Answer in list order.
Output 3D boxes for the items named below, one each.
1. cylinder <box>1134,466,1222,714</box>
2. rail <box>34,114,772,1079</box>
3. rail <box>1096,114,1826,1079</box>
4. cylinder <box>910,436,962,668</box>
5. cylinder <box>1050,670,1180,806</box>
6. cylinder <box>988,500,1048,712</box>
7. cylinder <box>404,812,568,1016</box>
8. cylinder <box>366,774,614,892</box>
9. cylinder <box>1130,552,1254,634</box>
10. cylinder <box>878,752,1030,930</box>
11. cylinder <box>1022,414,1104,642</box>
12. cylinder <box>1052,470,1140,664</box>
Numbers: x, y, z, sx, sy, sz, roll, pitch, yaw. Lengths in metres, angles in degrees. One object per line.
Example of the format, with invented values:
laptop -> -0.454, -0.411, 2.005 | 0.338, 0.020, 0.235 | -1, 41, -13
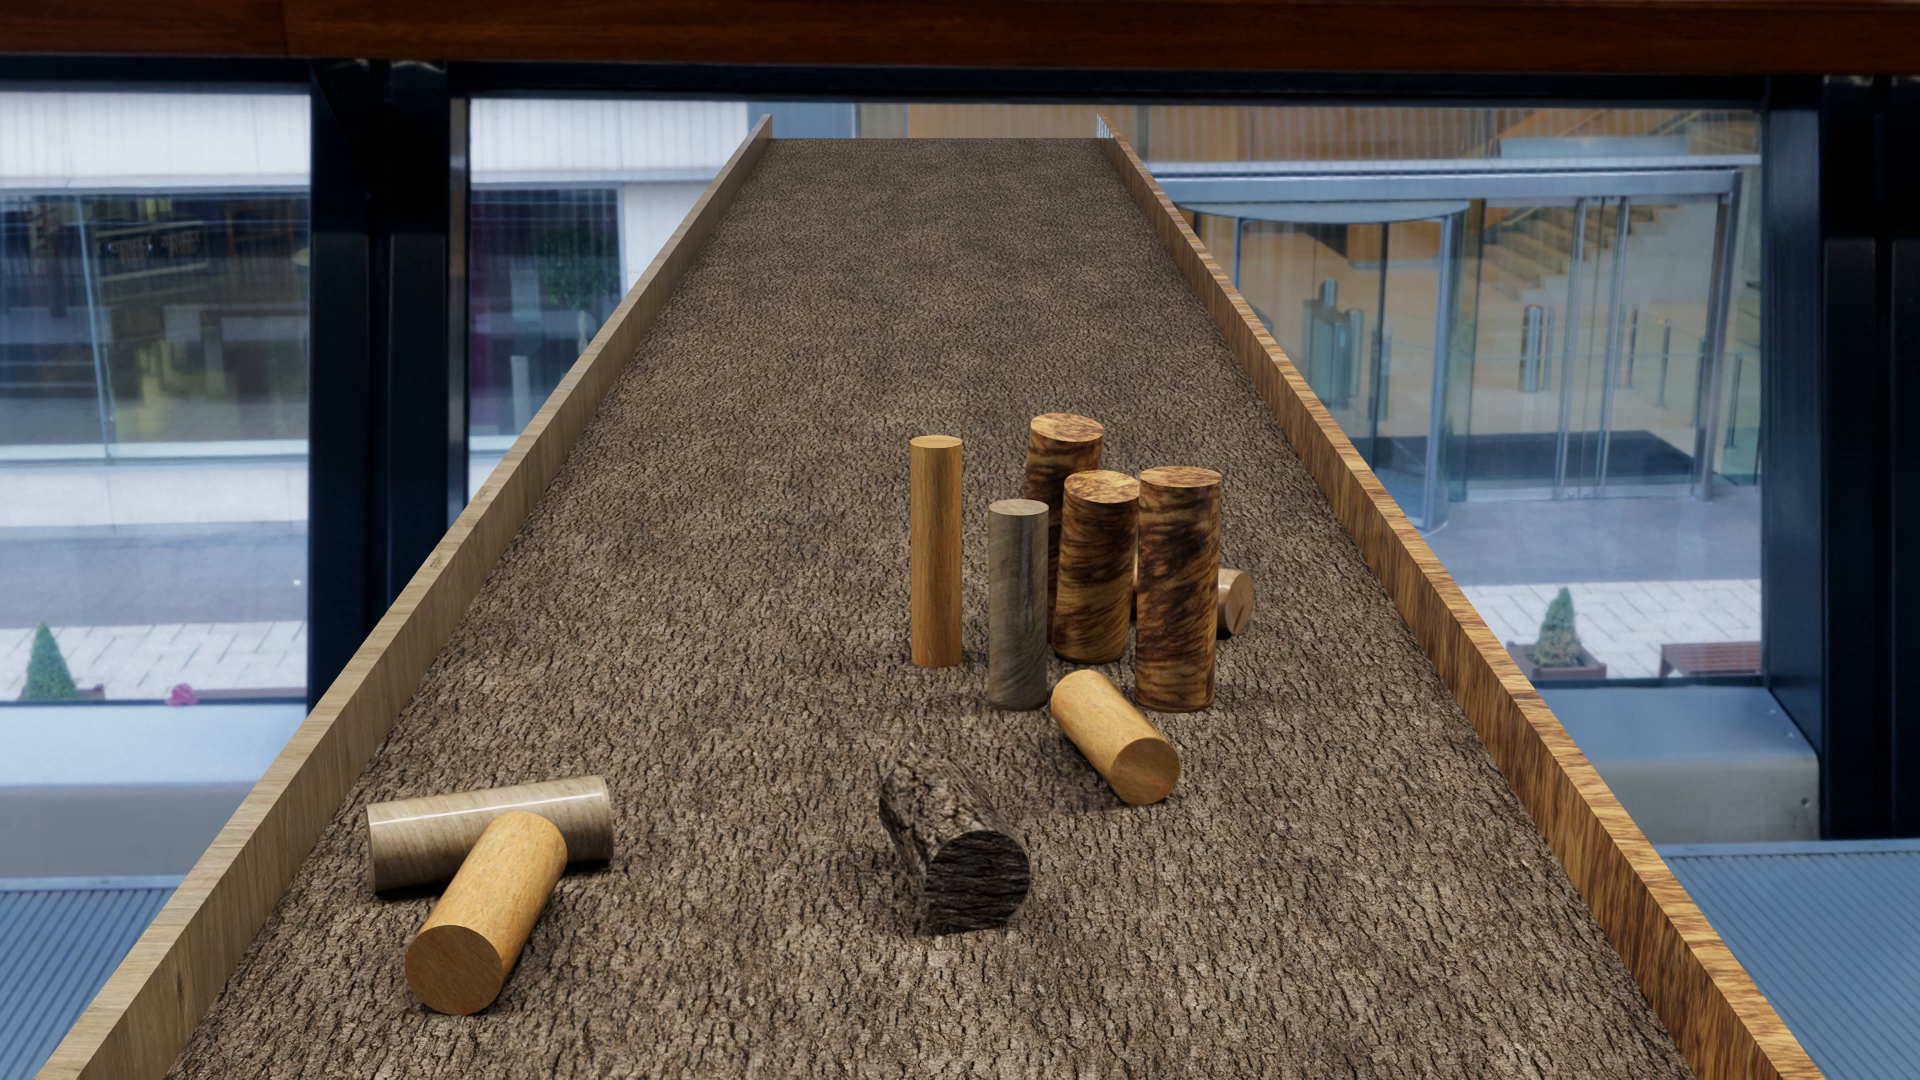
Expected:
cylinder -> 0.409, 0.093, 4.141 | 0.153, 0.440, 0.153 | 0, 17, 0
rail -> -1.118, -0.838, 7.780 | 0.050, 0.150, 12.000 | 0, 17, -1
rail -> 0.932, -0.844, 7.801 | 0.050, 0.150, 12.000 | 0, 17, -1
cylinder -> -0.047, 0.024, 4.357 | 0.102, 0.450, 0.102 | 0, 17, 0
cylinder -> 0.267, 0.343, 3.859 | 0.123, 0.123, 0.344 | -4, 17, -14
cylinder -> 0.109, 0.123, 4.138 | 0.111, 0.384, 0.111 | 0, 17, 0
cylinder -> -0.681, 0.534, 3.191 | 0.137, 0.137, 0.383 | 1, 17, 3
cylinder -> -0.737, 0.458, 3.447 | 0.364, 0.137, 0.137 | -6, 17, -18
cylinder -> 0.421, 0.102, 4.655 | 0.378, 0.130, 0.130 | 11, 20, 32
cylinder -> -0.013, 0.461, 3.393 | 0.162, 0.162, 0.311 | -4, 17, -14
cylinder -> 0.195, -0.023, 4.486 | 0.148, 0.448, 0.148 | 4, 25, -2
cylinder -> 0.271, 0.055, 4.379 | 0.154, 0.357, 0.154 | 3, 26, -1
